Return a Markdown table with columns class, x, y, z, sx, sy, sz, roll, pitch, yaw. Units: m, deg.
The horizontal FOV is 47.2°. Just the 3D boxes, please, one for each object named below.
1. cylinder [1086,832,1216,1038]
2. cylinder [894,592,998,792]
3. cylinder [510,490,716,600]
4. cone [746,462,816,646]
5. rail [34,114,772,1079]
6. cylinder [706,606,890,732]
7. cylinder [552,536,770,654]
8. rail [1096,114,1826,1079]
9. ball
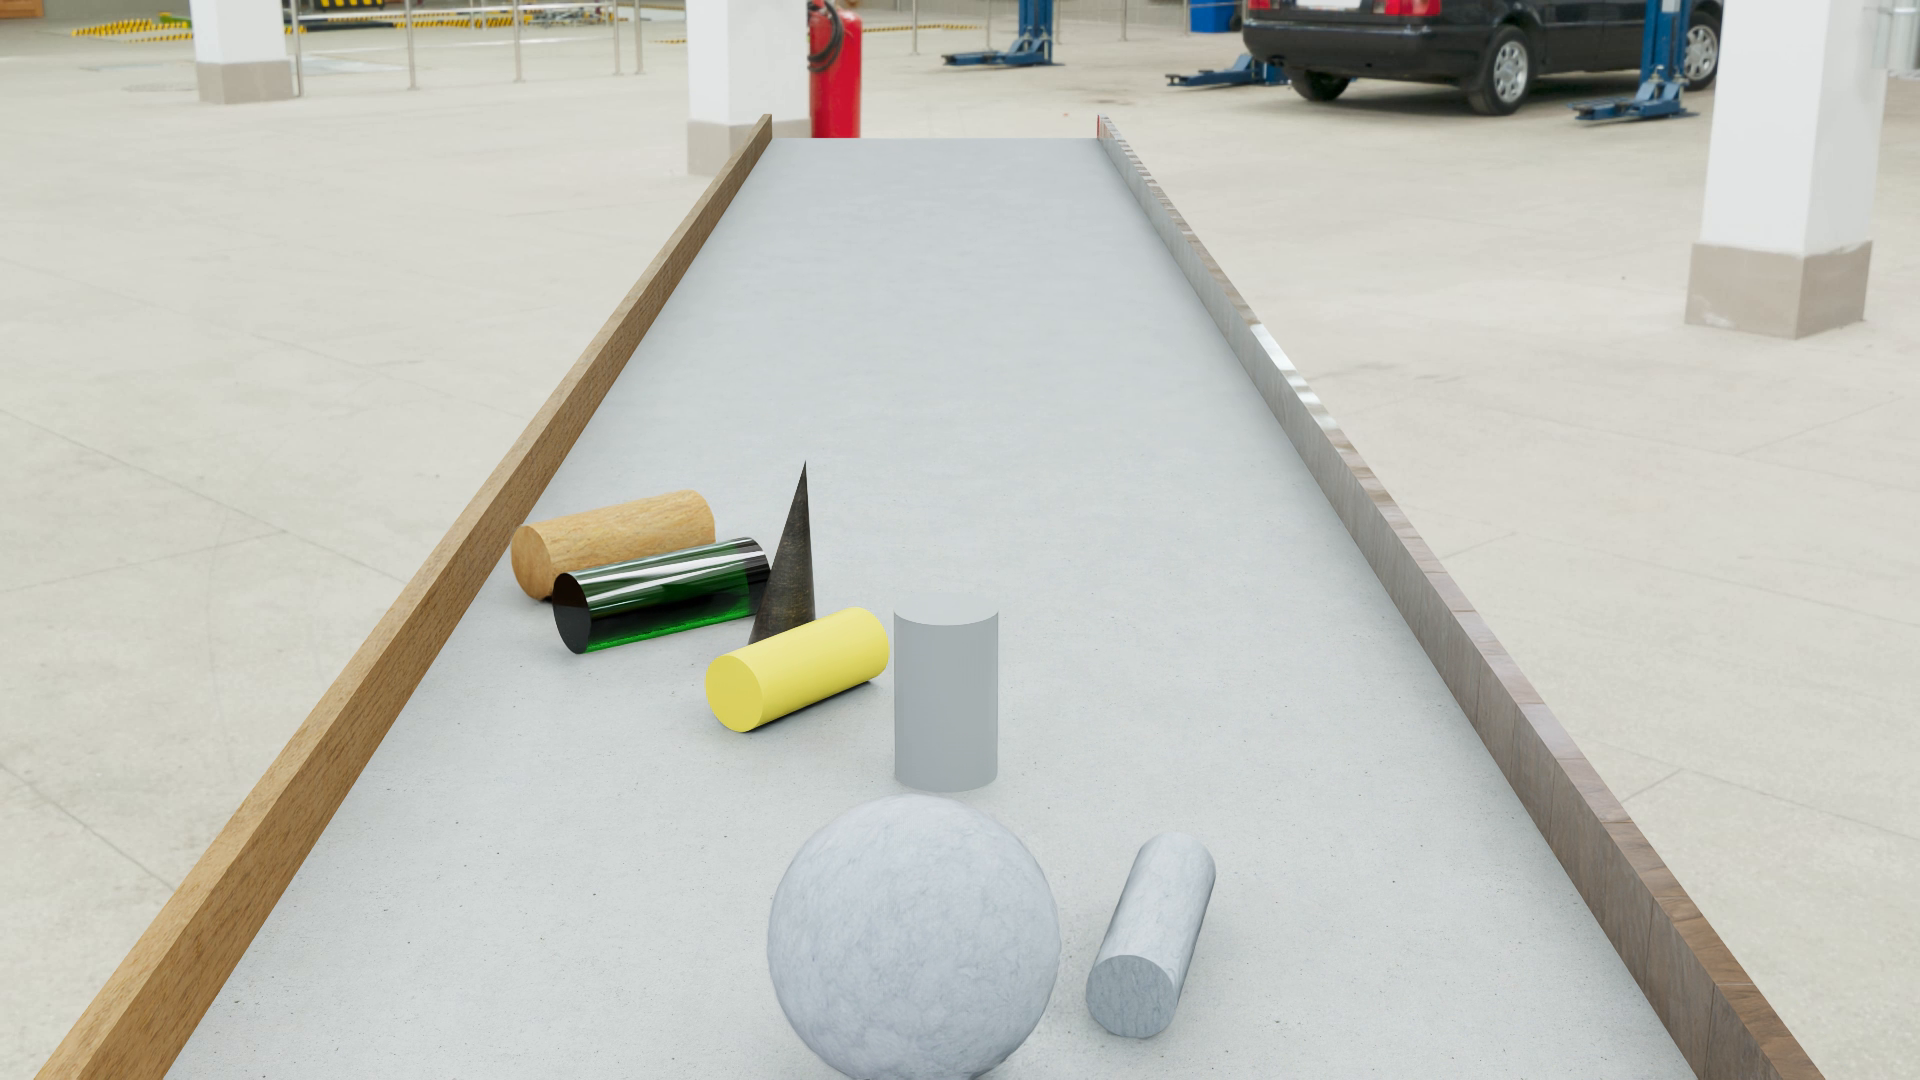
| class | x | y | z | sx | sy | sz | roll | pitch | yaw |
| --- | --- | --- | --- | --- | --- | --- | --- | --- | --- |
| cylinder | 0.278 | 0.556 | 3.139 | 0.124 | 0.124 | 0.407 | 4 | 17 | 13 |
| cylinder | -0.024 | 0.262 | 3.813 | 0.180 | 0.303 | 0.180 | 0 | 17 | 0 |
| cylinder | -0.771 | 0.007 | 4.914 | 0.437 | 0.164 | 0.164 | -15 | 22 | -41 |
| cone | -0.329 | 0.037 | 4.356 | 0.149 | 0.409 | 0.149 | 7 | 16 | -2 |
| rail | -1.118 | -0.838 | 7.780 | 0.050 | 0.150 | 12.000 | 0 | 17 | -1 |
| cylinder | -0.304 | 0.241 | 4.160 | 0.146 | 0.146 | 0.357 | 13 | 21 | 36 |
| cylinder | -0.613 | 0.112 | 4.554 | 0.425 | 0.168 | 0.168 | -12 | 20 | -35 |
| rail | 0.932 | -0.844 | 7.801 | 0.050 | 0.150 | 12.000 | 0 | 17 | -1 |
| ball | -0.059 | 0.517 | 2.828 | 0.377 | 0.377 | 0.377 | 0 | 17 | 0 |
